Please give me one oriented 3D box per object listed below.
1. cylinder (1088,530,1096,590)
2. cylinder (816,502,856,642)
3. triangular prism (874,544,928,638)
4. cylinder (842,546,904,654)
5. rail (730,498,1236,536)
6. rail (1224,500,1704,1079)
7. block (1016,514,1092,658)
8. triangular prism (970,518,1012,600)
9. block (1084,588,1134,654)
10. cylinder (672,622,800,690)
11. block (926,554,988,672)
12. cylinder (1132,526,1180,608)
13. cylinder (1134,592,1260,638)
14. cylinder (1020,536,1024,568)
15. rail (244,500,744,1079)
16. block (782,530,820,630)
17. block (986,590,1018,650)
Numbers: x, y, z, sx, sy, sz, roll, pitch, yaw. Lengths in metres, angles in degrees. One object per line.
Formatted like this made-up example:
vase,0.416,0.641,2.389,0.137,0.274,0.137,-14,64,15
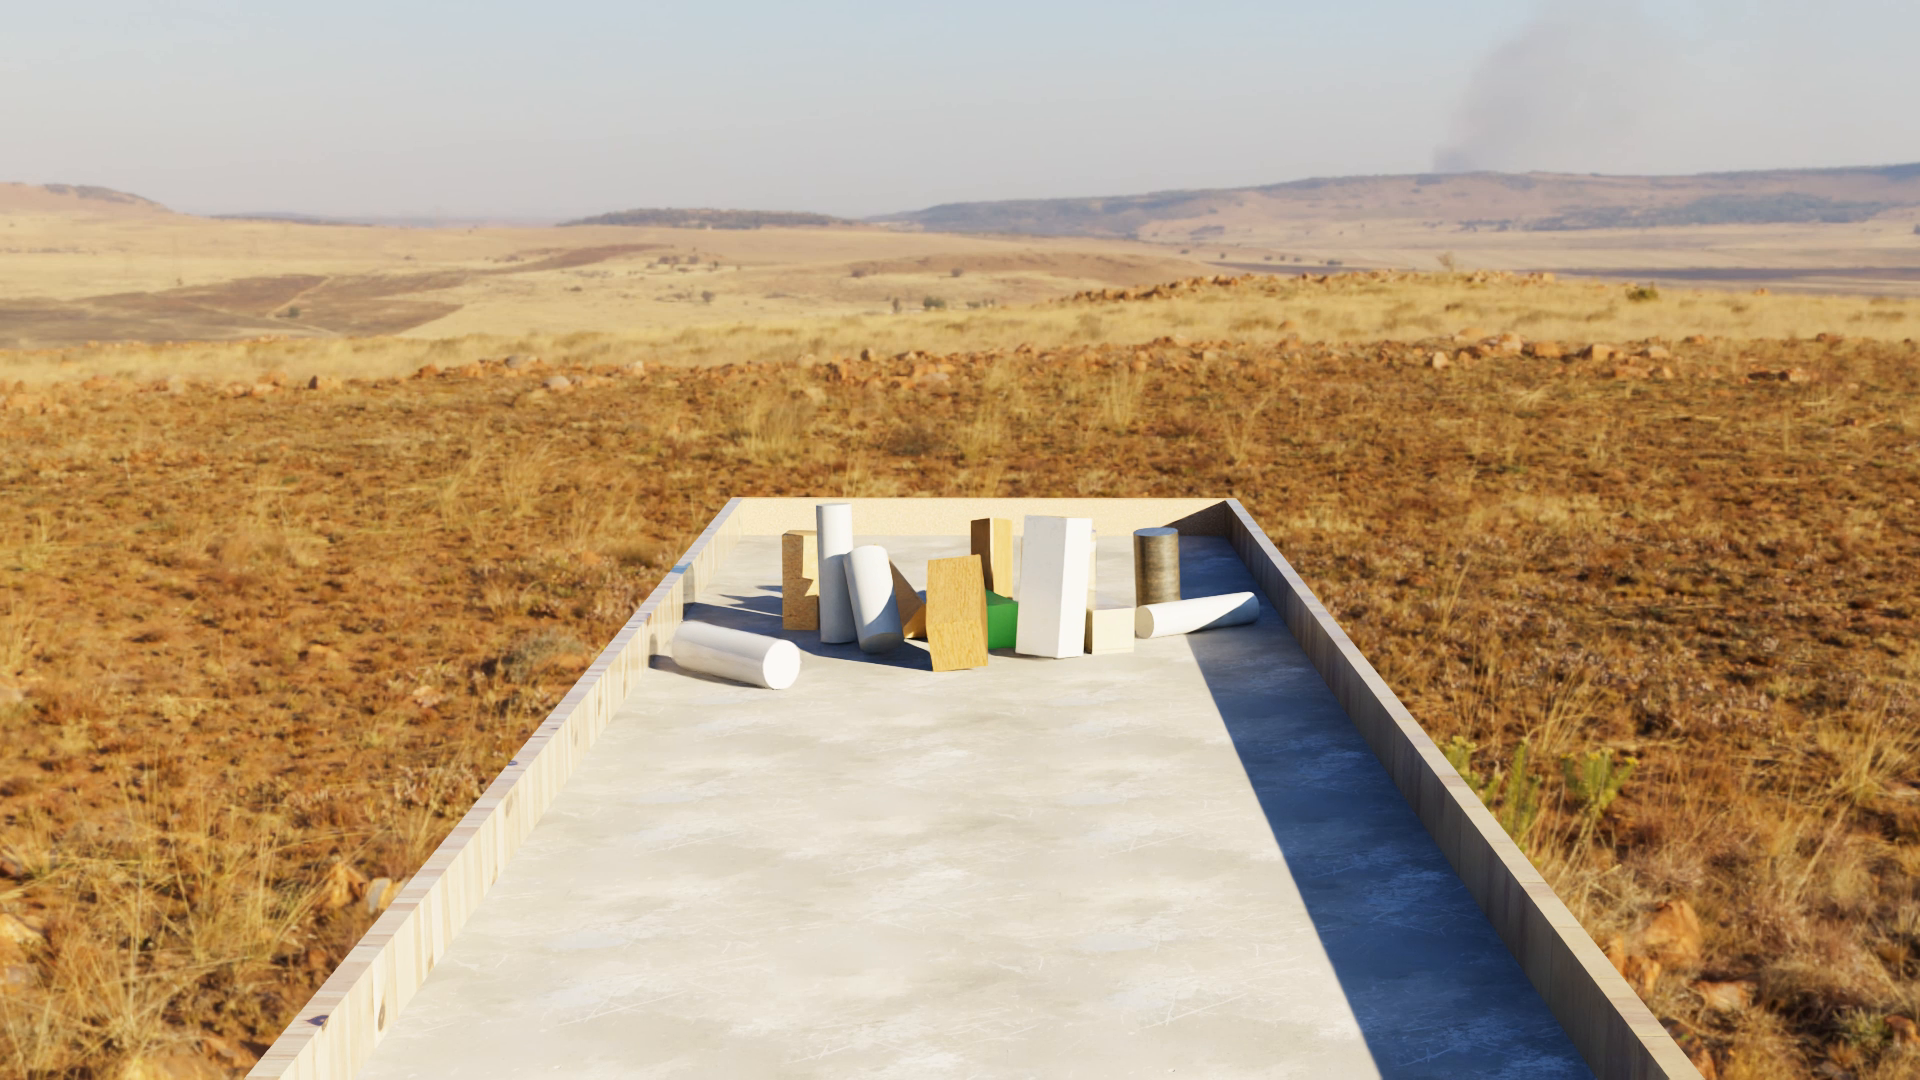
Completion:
cylinder,0.371,0.121,7.269,0.159,0.306,0.159,0,9,0
cylinder,-0.392,0.103,6.956,0.113,0.433,0.113,-2,6,0
triangular prism,-0.208,0.160,7.145,0.140,0.121,0.407,0,28,-27
cylinder,-0.268,0.184,6.812,0.140,0.304,0.140,-10,-27,-5
rail,0.099,-0.098,9.147,2.100,0.150,0.050,0,9,1
rail,1.046,0.843,3.208,0.050,0.150,12.000,0,9,1
block,0.287,0.139,6.725,0.151,0.422,0.151,5,2,33
triangular prism,0.088,0.103,7.248,0.118,0.341,0.136,-3,-5,30
block,0.404,0.251,6.985,0.138,0.138,0.424,-3,10,-19
cylinder,-0.659,0.335,6.437,0.413,0.142,0.142,9,12,43
block,-0.008,0.218,6.656,0.163,0.163,0.381,-7,29,4
cylinder,0.645,0.125,7.188,0.148,0.312,0.148,-3,12,1
cylinder,0.770,0.243,7.133,0.440,0.107,0.107,-6,11,-33
cylinder,0.261,0.158,6.937,0.148,0.331,0.148,2,8,0
rail,-1.004,0.839,3.234,0.050,0.150,12.000,0,9,1
block,-0.513,0.130,7.193,0.114,0.312,0.114,1,9,8
block,0.045,0.240,7.051,0.138,0.138,0.418,-4,10,-23
